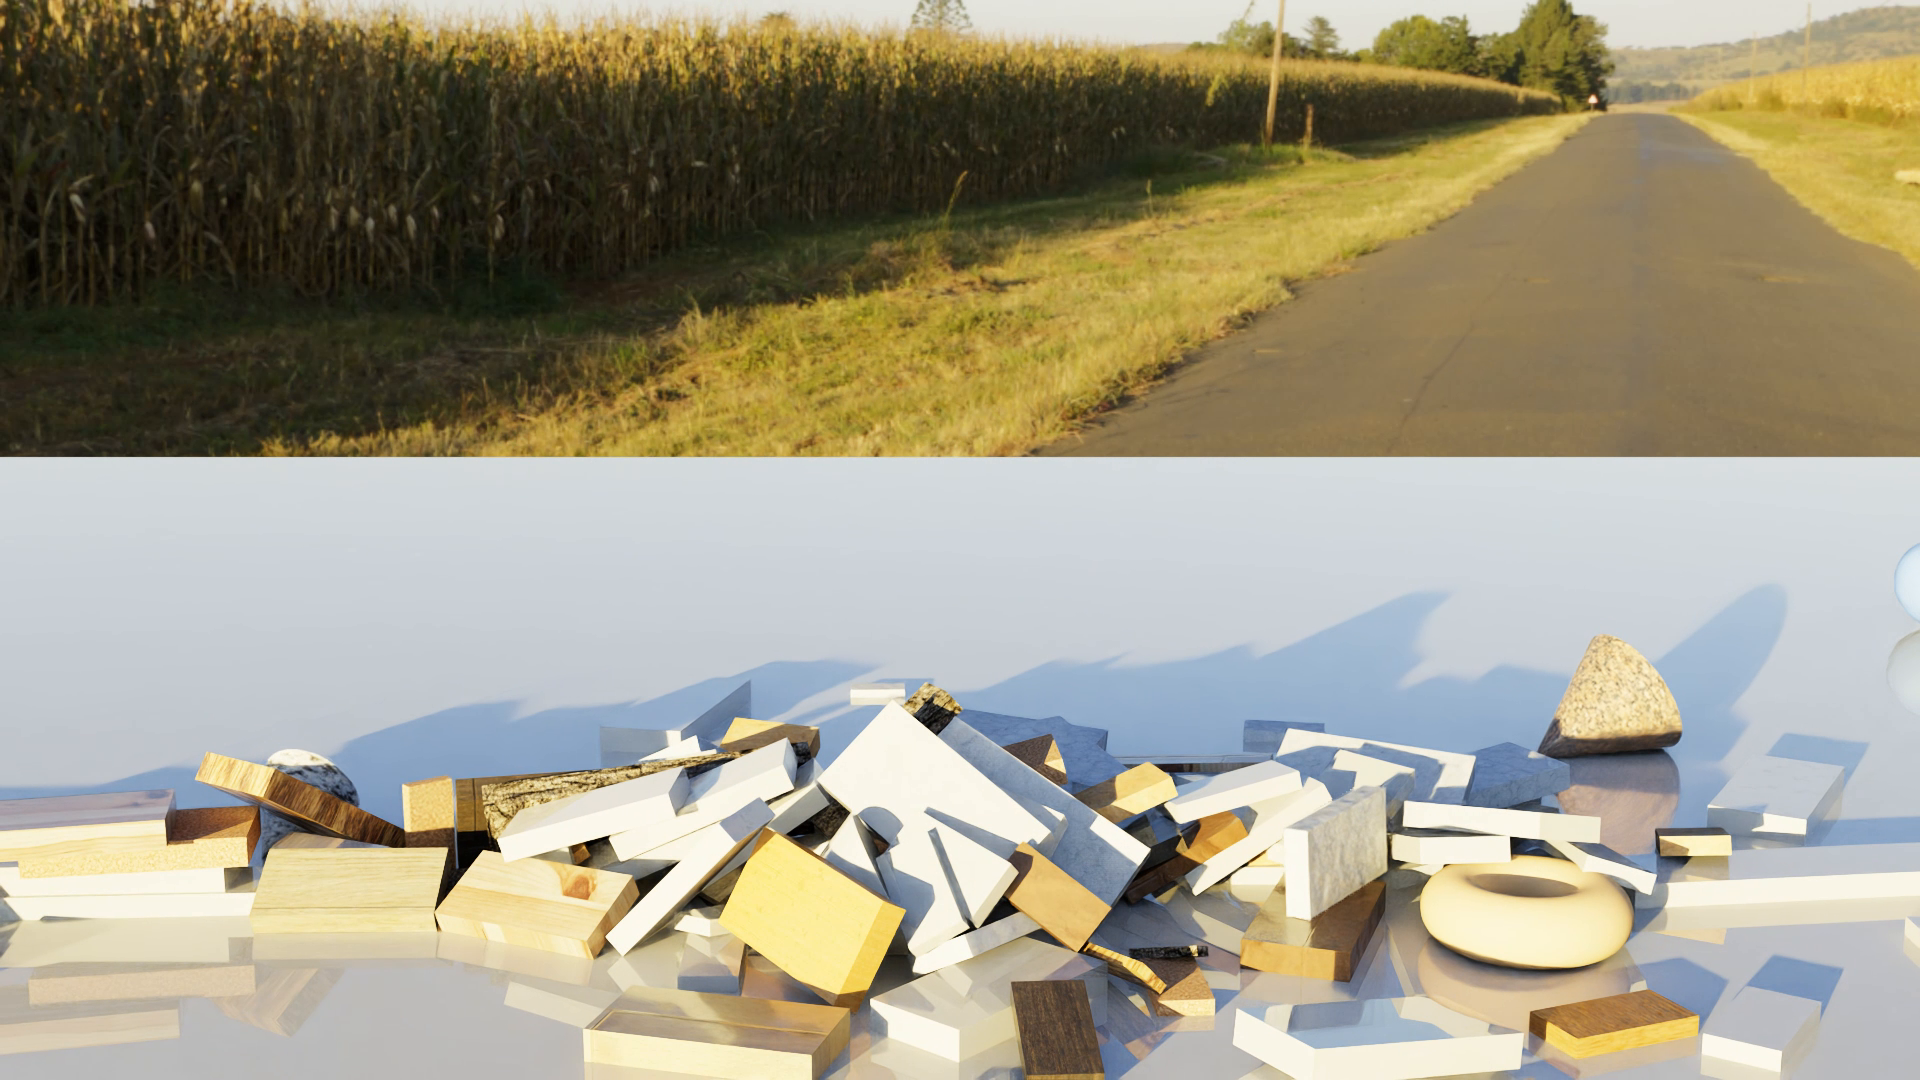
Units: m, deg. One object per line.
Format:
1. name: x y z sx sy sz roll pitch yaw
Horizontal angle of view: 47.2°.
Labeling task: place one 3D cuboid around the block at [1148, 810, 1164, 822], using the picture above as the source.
1. block: 0.431 0.503 3.920 0.204 0.027 0.094 -3 -28 -17

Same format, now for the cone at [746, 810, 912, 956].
1. cone: -0.220 0.585 3.394 0.247 0.247 0.247 -27 12 -1

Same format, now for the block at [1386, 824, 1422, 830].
1. block: 0.796 0.498 3.904 0.113 0.032 0.226 -9 19 -32

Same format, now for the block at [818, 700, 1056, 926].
1. block: -0.039 0.424 3.452 0.351 0.176 0.050 38 -13 28

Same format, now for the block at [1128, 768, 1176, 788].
1. block: 0.348 0.467 4.156 0.127 0.063 0.018 7 40 33

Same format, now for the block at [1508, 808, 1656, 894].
1. block: 1.033 0.517 3.695 0.113 0.032 0.483 17 2 -1

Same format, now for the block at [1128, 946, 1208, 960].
1. block: 0.316 0.625 3.333 0.108 0.015 0.054 -7 -14 23

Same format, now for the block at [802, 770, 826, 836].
1. block: -0.166 0.478 3.975 0.287 0.041 0.144 0 30 21

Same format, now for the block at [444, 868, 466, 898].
1. block: -0.954 0.560 3.654 0.320 0.024 0.085 7 10 -4

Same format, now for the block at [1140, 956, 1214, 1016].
1. block: 0.319 0.657 3.242 0.083 0.024 0.166 -1 11 -4

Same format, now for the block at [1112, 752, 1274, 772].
1. block: 0.297 0.434 4.256 0.611 0.018 0.063 -3 10 17

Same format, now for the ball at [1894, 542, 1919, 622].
1. ball: 2.511 0.109 5.612 0.236 0.236 0.236 0 11 0

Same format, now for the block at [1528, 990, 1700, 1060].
1. block: 0.921 0.681 3.098 0.210 0.030 0.105 -4 11 -23

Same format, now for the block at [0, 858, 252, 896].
1. block: -1.728 0.538 3.617 1.065 0.047 0.166 -1 11 -3

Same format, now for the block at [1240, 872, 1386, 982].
1. block: 0.560 0.604 3.462 0.166 0.047 0.332 4 11 19

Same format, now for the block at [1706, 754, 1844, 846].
1. block: 1.531 0.482 4.117 0.170 0.048 0.391 6 12 30

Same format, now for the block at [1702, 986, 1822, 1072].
1. block: 1.126 0.684 3.084 0.105 0.030 0.210 7 13 34

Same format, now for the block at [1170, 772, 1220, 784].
1. block: 0.486 0.461 4.309 0.140 0.020 0.070 -1 11 -7

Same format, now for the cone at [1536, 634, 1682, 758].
1. cone: 1.271 0.377 4.482 0.270 0.270 0.270 -31 19 -13

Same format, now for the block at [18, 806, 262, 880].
1. block: -1.336 0.492 3.597 0.347 0.049 0.174 -2 11 -10

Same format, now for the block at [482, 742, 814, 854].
1. block: -0.526 0.461 3.754 0.549 0.175 0.050 -7 40 -11

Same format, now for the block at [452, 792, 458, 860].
1. block: -0.896 0.508 3.890 0.023 0.081 0.161 -1 11 -6

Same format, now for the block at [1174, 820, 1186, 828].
1. block: 0.406 0.491 3.820 0.138 0.020 0.069 -17 13 -9

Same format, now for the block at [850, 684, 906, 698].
1. block: -0.185 0.340 4.970 0.122 0.017 0.061 0 11 -2

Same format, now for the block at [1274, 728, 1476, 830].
1. block: 0.733 0.428 3.921 0.339 0.048 0.170 7 32 20

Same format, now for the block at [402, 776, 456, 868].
1. block: -0.908 0.490 3.764 0.081 0.161 0.023 -9 14 -40

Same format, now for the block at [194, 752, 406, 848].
1. block: -1.110 0.457 3.748 0.174 0.049 0.347 7 -21 34

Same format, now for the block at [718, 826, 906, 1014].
1. block: -0.226 0.563 3.288 0.047 0.164 0.329 29 -5 -39

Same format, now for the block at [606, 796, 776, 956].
1. block: -0.416 0.520 3.405 0.040 0.285 0.143 47 22 7

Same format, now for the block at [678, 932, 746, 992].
1. block: -0.374 0.639 3.334 0.090 0.025 0.180 0 11 -2

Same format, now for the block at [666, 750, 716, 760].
1. block: -0.456 0.433 3.812 0.084 0.168 0.024 -10 46 -8

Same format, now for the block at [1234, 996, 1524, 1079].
1. block: 0.563 0.670 2.955 0.348 0.049 0.174 3 5 -28

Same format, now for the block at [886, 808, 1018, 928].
1. block: -0.020 0.496 3.332 0.207 0.104 0.029 24 -20 41

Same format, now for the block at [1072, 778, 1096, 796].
1. block: 0.227 0.491 3.826 0.069 0.138 0.020 9 14 41

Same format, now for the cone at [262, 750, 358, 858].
1. cone: -1.197 0.503 3.914 0.183 0.183 0.183 3 38 17

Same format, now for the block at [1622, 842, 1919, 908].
1. block: 1.693 0.556 3.742 1.206 0.041 0.145 -1 11 -7

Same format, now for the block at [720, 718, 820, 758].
1. block: -0.380 0.445 4.000 0.164 0.047 0.329 6 31 12

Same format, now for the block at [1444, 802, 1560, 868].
1. block: 0.968 0.530 3.936 0.070 0.020 0.382 8 13 35

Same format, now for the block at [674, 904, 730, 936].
1. block: -0.352 0.596 3.481 0.180 0.026 0.090 -1 1 -44

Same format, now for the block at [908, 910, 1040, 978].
1. block: 0.043 0.602 3.343 0.121 0.034 0.242 -27 -10 37

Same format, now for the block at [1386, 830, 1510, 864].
1. block: 0.792 0.506 3.633 0.145 0.041 0.290 -1 -5 -4

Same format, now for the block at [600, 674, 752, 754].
1. block: -0.603 0.371 4.715 0.174 0.049 0.449 2 11 13

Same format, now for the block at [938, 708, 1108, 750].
1. block: 0.120 0.401 4.458 0.332 0.047 0.166 7 8 13

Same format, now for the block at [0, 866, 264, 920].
1. block: -1.941 0.588 3.580 1.720 0.037 0.132 -1 11 -4

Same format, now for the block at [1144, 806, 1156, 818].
1. block: 0.347 0.505 4.077 0.135 0.019 0.067 0 11 0

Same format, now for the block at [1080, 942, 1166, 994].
1. block: 0.234 0.629 3.251 0.015 0.054 0.189 -50 21 -16
